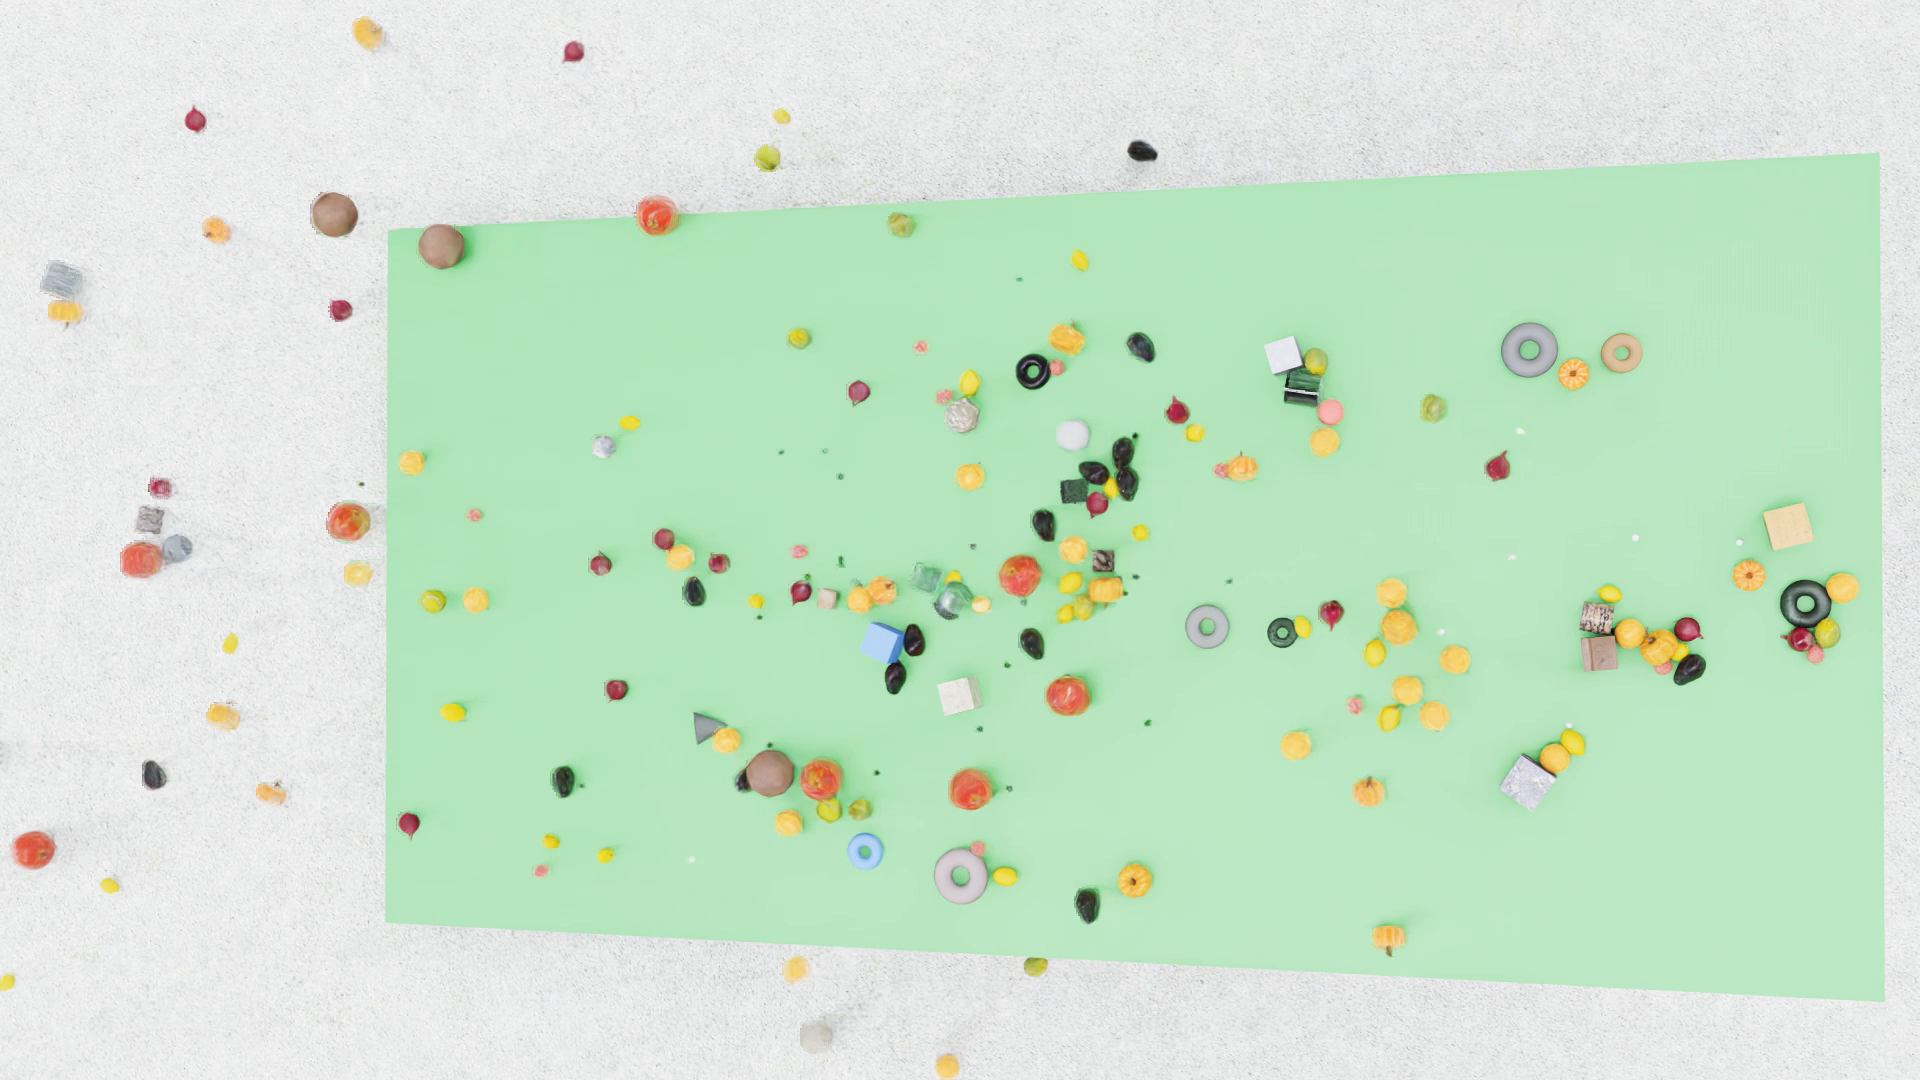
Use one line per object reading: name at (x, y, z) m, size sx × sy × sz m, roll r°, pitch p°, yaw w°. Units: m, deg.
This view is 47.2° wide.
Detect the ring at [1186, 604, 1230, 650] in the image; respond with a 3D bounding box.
ring at (0.632, 0.222, 5.624) m, size 0.115 × 0.038 × 0.115 m, roll 0°, pitch 90°, yaw 17°

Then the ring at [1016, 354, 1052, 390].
ring at (0.192, -0.442, 5.771) m, size 0.098 × 0.033 × 0.098 m, roll -1°, pitch 88°, yaw 18°

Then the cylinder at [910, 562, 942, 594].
cylinder at (-0.090, 0.101, 5.821) m, size 0.070 × 0.070 × 0.070 m, roll 21°, pitch 89°, yaw -2°

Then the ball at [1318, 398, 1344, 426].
ball at (0.932, -0.321, 5.525) m, size 0.067 × 0.067 × 0.067 m, roll 0°, pitch 89°, yaw 0°

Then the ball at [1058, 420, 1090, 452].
ball at (0.297, -0.271, 5.709) m, size 0.085 × 0.085 × 0.085 m, roll 0°, pitch 89°, yaw 0°

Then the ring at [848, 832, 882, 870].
ring at (-0.254, 0.835, 5.888) m, size 0.102 × 0.034 × 0.102 m, roll 0°, pitch 89°, yaw 18°

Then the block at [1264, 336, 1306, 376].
block at (0.822, -0.464, 5.556) m, size 0.077 × 0.077 × 0.077 m, roll -17°, pitch 84°, yaw 16°

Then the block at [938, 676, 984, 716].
block at (0.001, 0.410, 5.790) m, size 0.084 × 0.084 × 0.084 m, roll -15°, pitch 85°, yaw 16°

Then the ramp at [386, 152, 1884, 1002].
ramp at (0.273, 0.094, 5.808) m, size 4.000 × 0.100 × 2.000 m, roll 0°, pitch 89°, yaw 17°

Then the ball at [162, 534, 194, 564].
ball at (-2.275, 0.025, 6.399) m, size 0.084 × 0.084 × 0.084 m, roll 0°, pitch 89°, yaw 0°

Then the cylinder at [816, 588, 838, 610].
cylinder at (-0.358, 0.158, 5.920) m, size 0.052 × 0.052 × 0.052 m, roll 11°, pitch 93°, yaw 0°

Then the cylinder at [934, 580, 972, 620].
cylinder at (-0.020, 0.159, 5.792) m, size 0.076 × 0.076 × 0.076 m, roll 37°, pitch 124°, yaw 0°

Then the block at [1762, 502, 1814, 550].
block at (1.955, -0.031, 5.195) m, size 0.092 × 0.092 × 0.092 m, roll -15°, pitch 85°, yaw 16°

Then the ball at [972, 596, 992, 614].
ball at (0.057, 0.172, 5.793) m, size 0.051 × 0.051 × 0.051 m, roll 0°, pitch 89°, yaw 0°

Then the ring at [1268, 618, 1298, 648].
ring at (0.817, 0.235, 5.573) m, size 0.079 × 0.026 × 0.079 m, roll -1°, pitch 88°, yaw 16°

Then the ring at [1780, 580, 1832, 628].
ring at (2.002, 0.151, 5.206) m, size 0.116 × 0.039 × 0.116 m, roll 0°, pitch 89°, yaw 16°

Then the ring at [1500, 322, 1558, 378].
ring at (1.398, -0.466, 5.396) m, size 0.137 × 0.046 × 0.137 m, roll -1°, pitch 88°, yaw 18°

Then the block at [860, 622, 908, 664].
block at (-0.204, 0.274, 5.854) m, size 0.084 × 0.084 × 0.084 m, roll 23°, pitch 96°, yaw 16°

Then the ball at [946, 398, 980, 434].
ball at (0.008, -0.327, 5.794) m, size 0.092 × 0.092 × 0.092 m, roll 0°, pitch 89°, yaw 0°

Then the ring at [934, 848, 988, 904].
ring at (0.002, 0.887, 5.801) m, size 0.150 × 0.050 × 0.150 m, roll 0°, pitch 88°, yaw 18°

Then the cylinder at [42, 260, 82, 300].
cylinder at (-2.616, -0.756, 6.407) m, size 0.088 × 0.088 × 0.088 m, roll 20°, pitch 93°, yaw 0°

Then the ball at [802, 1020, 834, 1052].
ball at (-0.413, 1.438, 6.374) m, size 0.092 × 0.092 × 0.092 m, roll 0°, pitch 89°, yaw 0°

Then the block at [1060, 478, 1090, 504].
block at (0.298, -0.126, 5.720) m, size 0.060 × 0.060 × 0.060 m, roll -6°, pitch 87°, yaw 17°

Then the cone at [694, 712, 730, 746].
cone at (-0.678, 0.512, 6.018) m, size 0.093 × 0.093 × 0.093 m, roll -6°, pitch 89°, yaw -10°

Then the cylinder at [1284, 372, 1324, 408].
cylinder at (0.866, -0.379, 5.537) m, size 0.085 × 0.085 × 0.085 m, roll 5°, pitch 89°, yaw 23°

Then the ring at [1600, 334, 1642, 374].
ring at (1.606, -0.453, 5.339) m, size 0.098 × 0.033 × 0.098 m, roll -1°, pitch 88°, yaw 17°

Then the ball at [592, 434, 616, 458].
ball at (-0.990, -0.259, 6.111) m, size 0.067 × 0.067 × 0.067 m, roll 0°, pitch 89°, yaw 0°

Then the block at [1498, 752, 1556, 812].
block at (1.383, 0.589, 5.358) m, size 0.098 × 0.098 × 0.098 m, roll 35°, pitch 99°, yaw 14°

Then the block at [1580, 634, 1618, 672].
block at (1.547, 0.274, 5.321) m, size 0.080 × 0.080 × 0.080 m, roll -6°, pitch 87°, yaw 17°

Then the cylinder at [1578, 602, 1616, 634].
cylinder at (1.543, 0.189, 5.328) m, size 0.073 × 0.073 × 0.073 m, roll 2°, pitch 89°, yaw 26°
